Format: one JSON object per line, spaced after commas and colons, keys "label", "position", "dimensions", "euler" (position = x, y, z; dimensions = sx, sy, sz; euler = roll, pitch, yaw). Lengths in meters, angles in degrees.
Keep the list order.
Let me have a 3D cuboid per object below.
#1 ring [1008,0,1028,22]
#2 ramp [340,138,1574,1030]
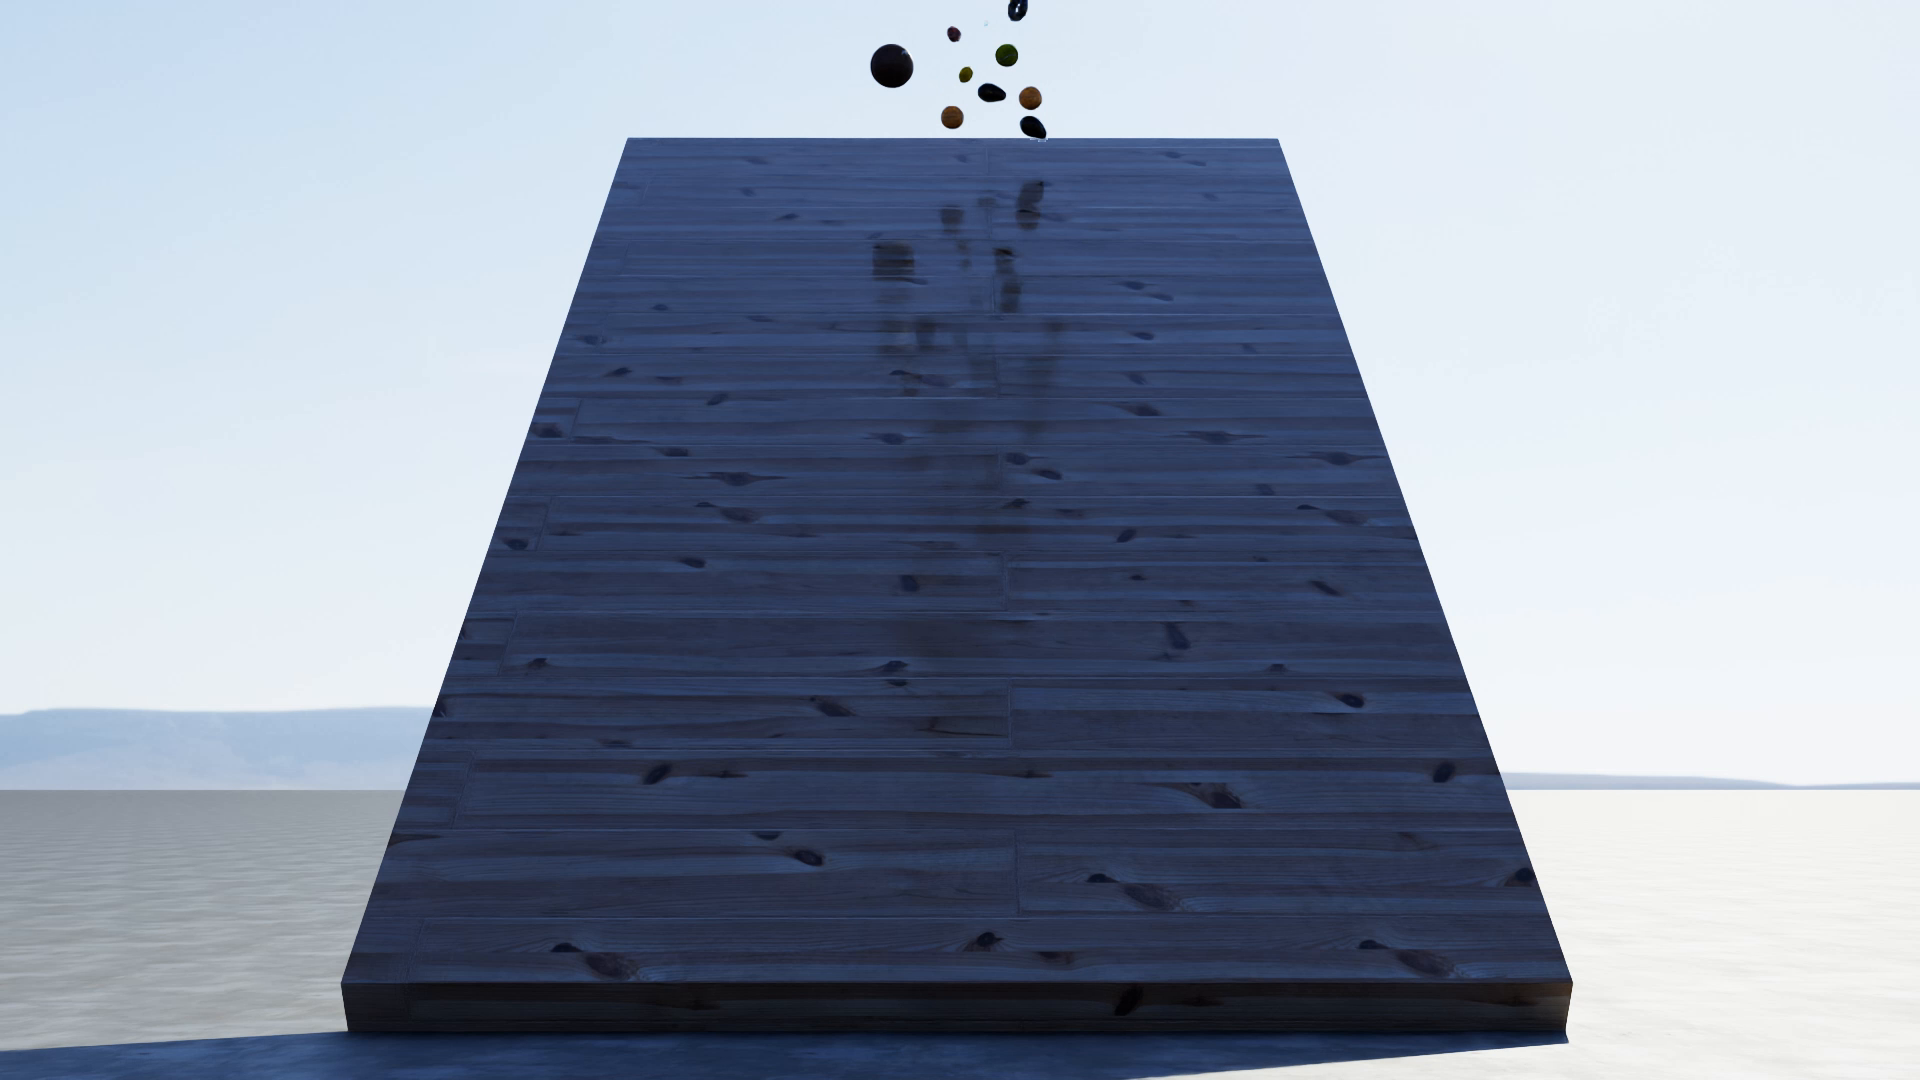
{"label": "ring", "position": [0.168, -1.553, 7.019], "dimensions": [0.027, 0.080, 0.080], "euler": [9, -10, -36]}
{"label": "ramp", "position": [-0.012, -0.215, 5.670], "dimensions": [2.000, 0.100, 4.000], "euler": [0, 29, 0]}
